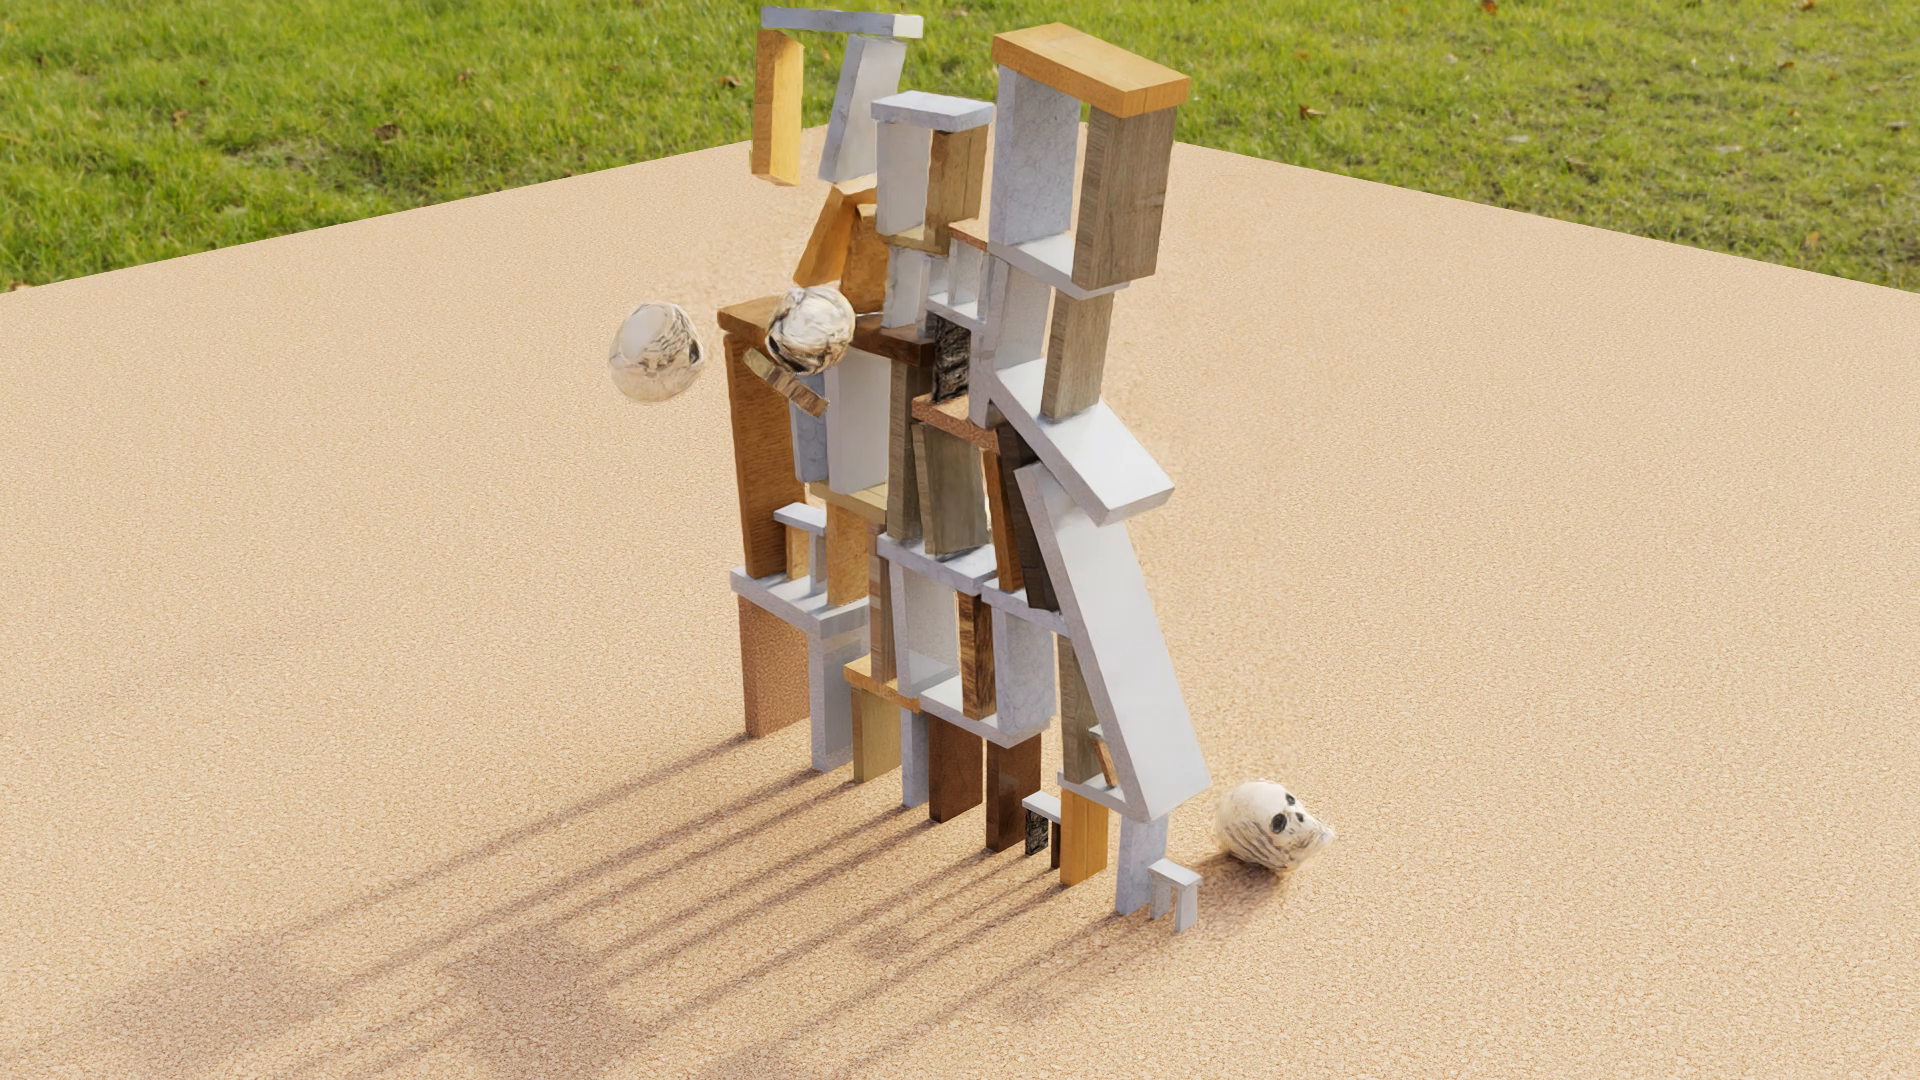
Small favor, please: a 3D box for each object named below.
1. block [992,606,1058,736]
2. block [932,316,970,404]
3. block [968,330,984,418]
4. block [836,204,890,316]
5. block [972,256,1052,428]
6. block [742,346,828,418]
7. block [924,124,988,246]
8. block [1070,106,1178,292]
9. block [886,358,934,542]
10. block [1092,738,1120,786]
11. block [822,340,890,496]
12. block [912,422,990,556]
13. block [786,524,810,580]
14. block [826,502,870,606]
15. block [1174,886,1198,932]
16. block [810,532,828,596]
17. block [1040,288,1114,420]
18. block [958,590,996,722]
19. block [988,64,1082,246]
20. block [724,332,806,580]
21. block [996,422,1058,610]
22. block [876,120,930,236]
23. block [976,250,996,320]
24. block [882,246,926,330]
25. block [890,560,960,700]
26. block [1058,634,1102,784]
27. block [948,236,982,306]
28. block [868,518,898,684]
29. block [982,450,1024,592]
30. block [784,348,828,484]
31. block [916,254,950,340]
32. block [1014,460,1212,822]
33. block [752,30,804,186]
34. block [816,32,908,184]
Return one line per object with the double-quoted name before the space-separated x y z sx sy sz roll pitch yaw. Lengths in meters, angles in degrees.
"block" 0.123 0.231 4.183 0.036 0.256 0.128 16 28 42
"block" -0.010 -0.345 4.088 0.024 0.168 0.084 27 35 37
"block" 0.056 -0.311 4.032 0.084 0.168 0.024 -21 33 -40
"block" -0.158 -0.536 4.196 0.117 0.234 0.033 -7 46 -23
"block" 0.098 -0.365 3.964 0.120 0.329 0.034 -20 41 -38
"block" -0.324 -0.292 4.048 0.117 0.033 0.273 35 2 -19
"block" -0.008 -0.642 3.953 0.107 0.213 0.030 -22 42 -37
"block" 0.272 -0.578 3.656 0.154 0.309 0.044 -18 37 -35
"block" -0.066 -0.185 4.216 0.152 0.352 0.043 -16 27 -41
"block" 0.279 0.404 4.079 0.049 0.097 0.014 -22 4 -42
"block" -0.193 -0.255 4.342 0.152 0.304 0.043 -21 28 -40
"block" -0.017 -0.105 4.162 0.124 0.248 0.035 -12 11 -33
"block" -0.332 0.011 4.609 0.068 0.137 0.019 -21 32 -40
"block" -0.218 0.010 4.491 0.115 0.230 0.033 -19 28 -41
"block" 0.417 0.674 4.055 0.013 0.092 0.046 21 31 41
"block" -0.278 0.041 4.539 0.068 0.137 0.019 -21 32 -40
"block" 0.207 -0.338 3.850 0.034 0.239 0.120 30 37 35
"block" 0.062 0.199 4.239 0.038 0.271 0.135 18 29 42
"block" 0.130 -0.674 3.791 0.154 0.309 0.044 -19 35 -36
"block" -0.396 -0.181 4.547 0.135 0.532 0.038 -16 27 -26
"block" 0.172 -0.062 4.014 0.171 0.341 0.048 -21 16 -40
"block" -0.104 -0.675 4.042 0.107 0.213 0.030 -24 39 -38
"block" 0.063 -0.466 3.956 0.018 0.128 0.064 27 35 35
"block" -0.103 -0.484 4.151 0.081 0.161 0.023 -18 35 -42
"block" -0.069 0.156 4.365 0.135 0.292 0.038 -22 28 -40
"block" 0.242 0.295 4.078 0.036 0.292 0.128 15 27 42
"block" 0.009 -0.495 4.004 0.064 0.128 0.018 -22 36 -38
"block" -0.129 0.109 4.409 0.115 0.347 0.033 -20 28 -41
"block" 0.114 -0.050 4.081 0.124 0.265 0.035 -21 21 -40
"block" -0.269 -0.257 4.381 0.135 0.270 0.038 -11 20 -19
"block" -0.036 -0.459 4.083 0.081 0.161 0.023 -18 36 -37
"block" 0.279 0.163 3.961 0.171 0.669 0.048 -23 7 -40
"block" -0.344 -0.813 4.153 0.038 0.270 0.135 2 0 19
"block" -0.181 -0.799 4.084 0.038 0.270 0.135 24 20 28
